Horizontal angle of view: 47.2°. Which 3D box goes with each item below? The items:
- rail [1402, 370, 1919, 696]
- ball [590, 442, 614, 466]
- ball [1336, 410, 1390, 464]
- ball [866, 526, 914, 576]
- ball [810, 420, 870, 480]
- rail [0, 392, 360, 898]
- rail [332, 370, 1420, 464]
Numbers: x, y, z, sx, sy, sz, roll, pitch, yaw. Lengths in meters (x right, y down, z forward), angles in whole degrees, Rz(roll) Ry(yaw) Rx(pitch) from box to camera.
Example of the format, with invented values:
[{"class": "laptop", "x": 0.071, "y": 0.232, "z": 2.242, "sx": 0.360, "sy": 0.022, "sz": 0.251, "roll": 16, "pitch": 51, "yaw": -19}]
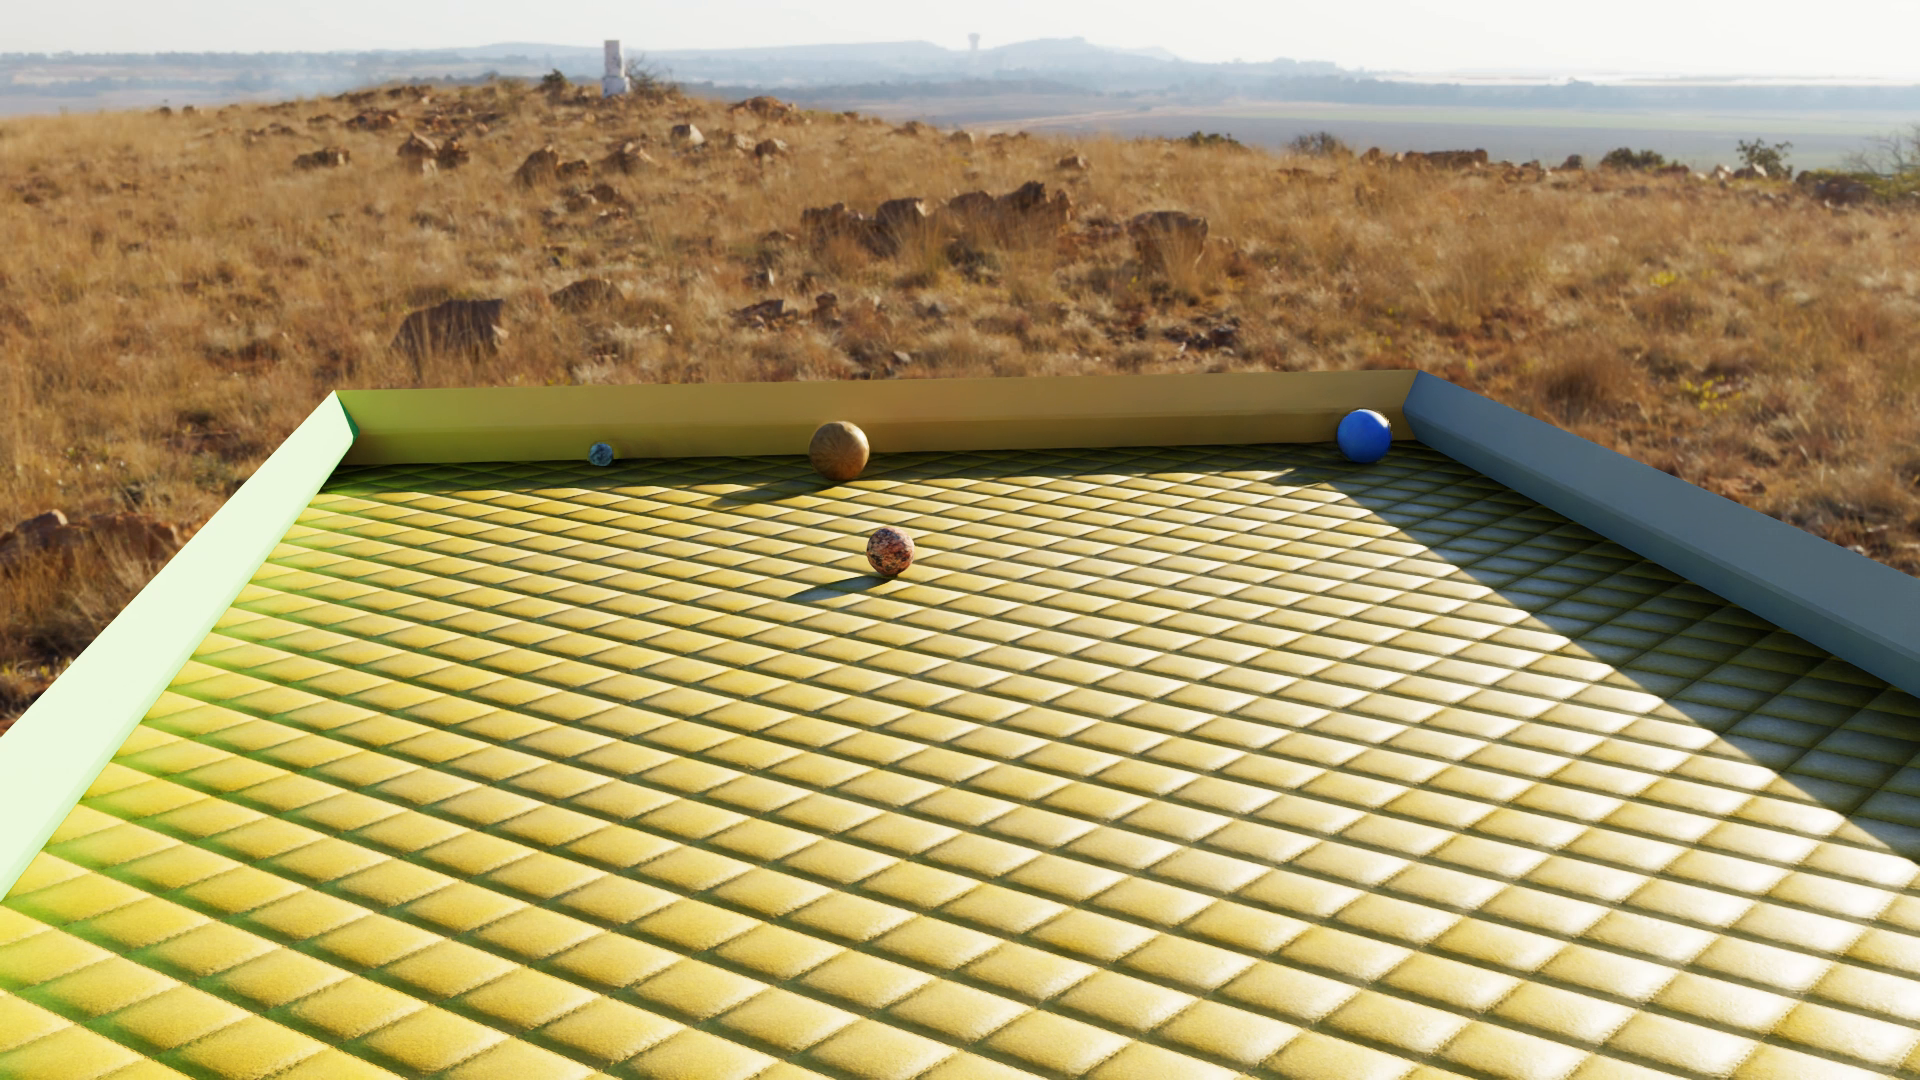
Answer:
[{"class": "rail", "x": 1.031, "y": 0.131, "z": 2.269, "sx": 0.045, "sy": 0.126, "sz": 3.477, "roll": -2, "pitch": 13, "yaw": -7}, {"class": "ball", "x": -0.605, "y": -0.144, "z": 3.708, "sx": 0.040, "sy": 0.040, "sz": 0.040, "roll": 0, "pitch": 13, "yaw": 0}, {"class": "ball", "x": 0.685, "y": -0.176, "z": 3.734, "sx": 0.091, "sy": 0.091, "sz": 0.091, "roll": 0, "pitch": 13, "yaw": 0}, {"class": "ball", "x": -0.093, "y": 0.015, "z": 2.936, "sx": 0.065, "sy": 0.065, "sz": 0.065, "roll": 0, "pitch": 13, "yaw": 0}, {"class": "ball", "x": -0.197, "y": -0.146, "z": 3.585, "sx": 0.097, "sy": 0.097, "sz": 0.097, "roll": 0, "pitch": 13, "yaw": 0}, {"class": "rail", "x": -0.801, "y": 0.184, "z": 2.030, "sx": 0.045, "sy": 0.126, "sz": 3.477, "roll": -2, "pitch": 13, "yaw": -7}, {"class": "rail", "x": -0.112, "y": -0.212, "z": 3.809, "sx": 1.896, "sy": 0.126, "sz": 0.045, "roll": -2, "pitch": 13, "yaw": -7}]
